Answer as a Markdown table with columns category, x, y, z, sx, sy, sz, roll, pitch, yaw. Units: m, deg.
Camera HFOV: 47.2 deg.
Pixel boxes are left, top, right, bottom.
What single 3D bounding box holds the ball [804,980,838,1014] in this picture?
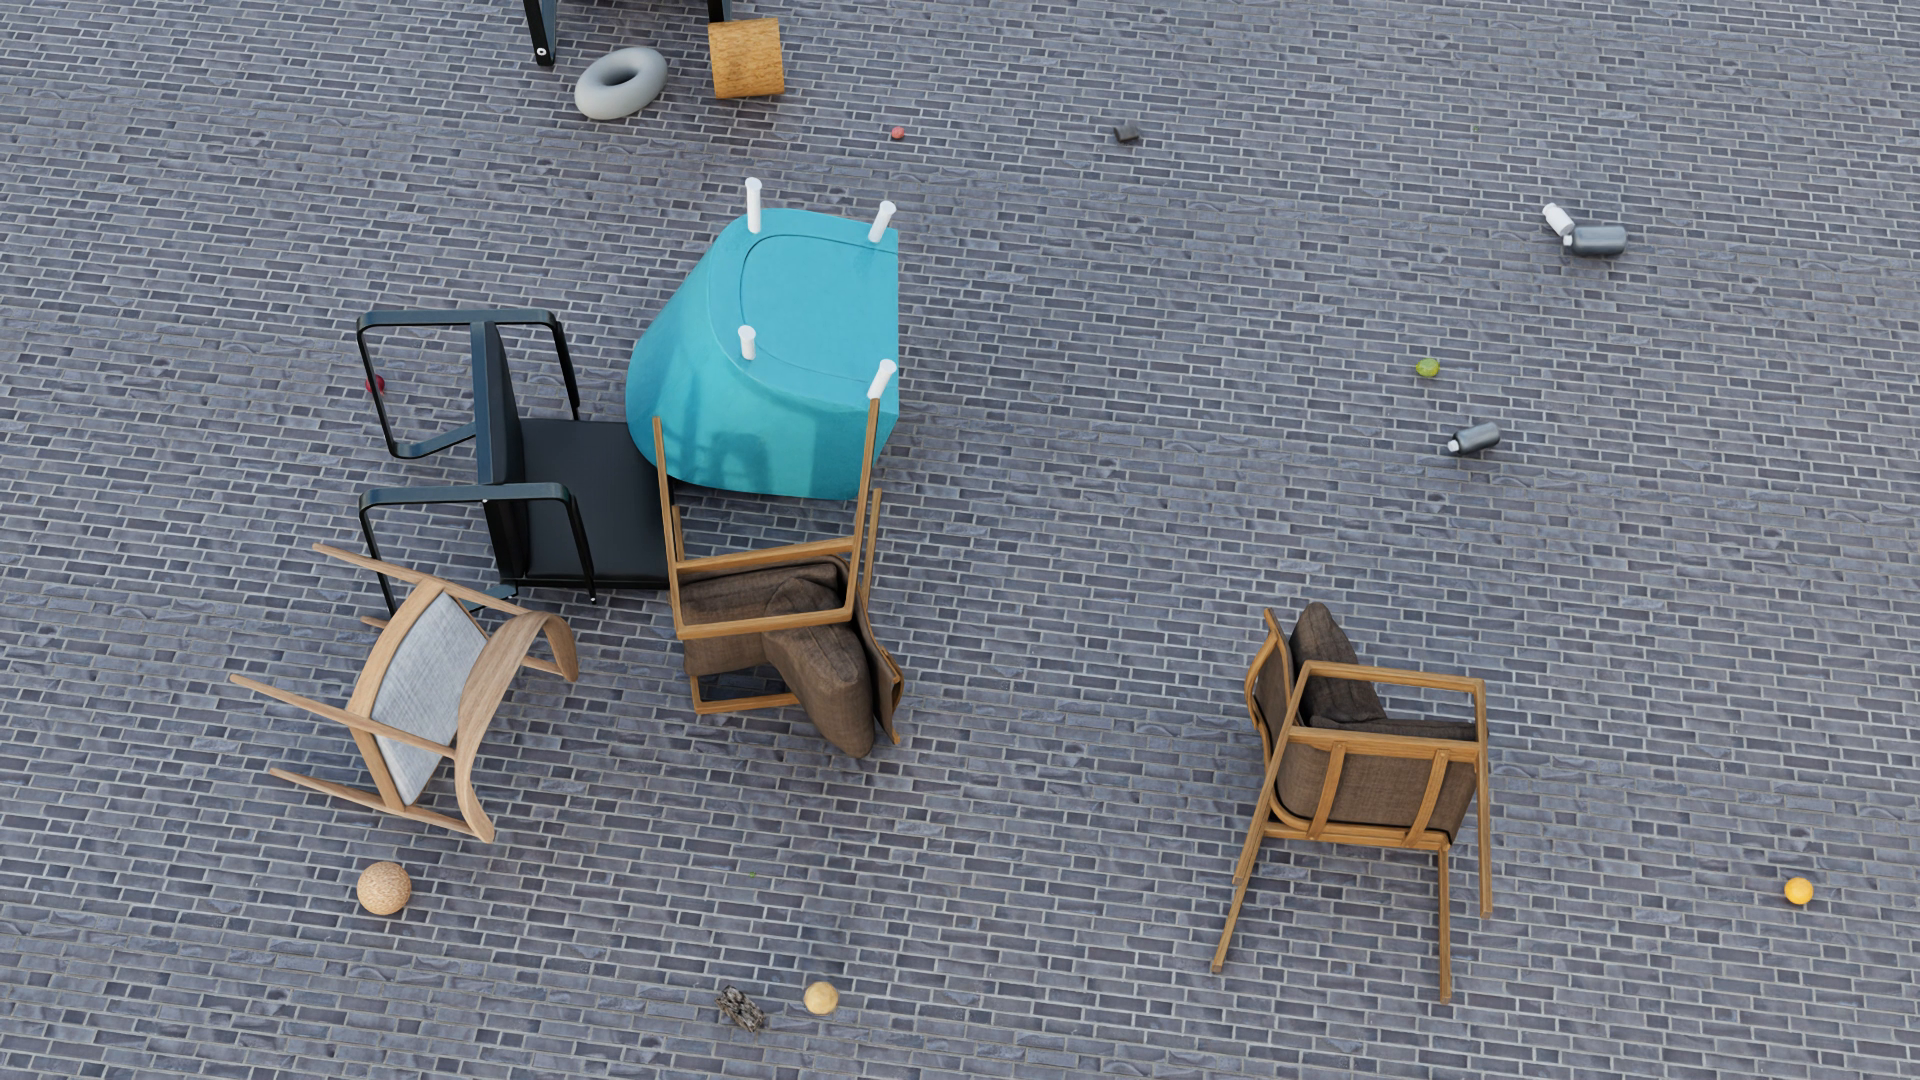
| category | x | y | z | sx | sy | sz | roll | pitch | yaw |
| --- | --- | --- | --- | --- | --- | --- | --- | --- | --- |
| ball | -0.362 | 1.191 | 5.722 | 0.087 | 0.087 | 0.087 | 0 | 56 | 0 |

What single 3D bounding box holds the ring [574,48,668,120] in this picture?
| category | x | y | z | sx | sy | sz | roll | pitch | yaw |
| --- | --- | --- | --- | --- | --- | --- | --- | --- | --- |
| ring | -1.162 | -1.568 | 7.548 | 0.356 | 0.132 | 0.220 | -34 | 64 | -22 |

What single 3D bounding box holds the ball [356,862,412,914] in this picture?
| category | x | y | z | sx | sy | sz | roll | pitch | yaw |
| --- | --- | --- | --- | --- | --- | --- | --- | --- | --- |
| ball | -1.536 | 0.928 | 5.866 | 0.141 | 0.141 | 0.141 | 0 | 56 | 0 |

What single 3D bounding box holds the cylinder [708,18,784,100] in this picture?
| category | x | y | z | sx | sy | sz | roll | pitch | yaw |
| --- | --- | --- | --- | --- | --- | --- | --- | --- | --- |
| cylinder | -0.729 | -1.644 | 7.509 | 0.237 | 0.283 | 0.175 | -6 | 45 | -4 |

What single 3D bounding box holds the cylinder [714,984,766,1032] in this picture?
| category | x | y | z | sx | sy | sz | roll | pitch | yaw |
| --- | --- | --- | --- | --- | --- | --- | --- | --- | --- |
| cylinder | -0.570 | 1.218 | 5.711 | 0.139 | 0.076 | 0.052 | 33 | 62 | 24 |
